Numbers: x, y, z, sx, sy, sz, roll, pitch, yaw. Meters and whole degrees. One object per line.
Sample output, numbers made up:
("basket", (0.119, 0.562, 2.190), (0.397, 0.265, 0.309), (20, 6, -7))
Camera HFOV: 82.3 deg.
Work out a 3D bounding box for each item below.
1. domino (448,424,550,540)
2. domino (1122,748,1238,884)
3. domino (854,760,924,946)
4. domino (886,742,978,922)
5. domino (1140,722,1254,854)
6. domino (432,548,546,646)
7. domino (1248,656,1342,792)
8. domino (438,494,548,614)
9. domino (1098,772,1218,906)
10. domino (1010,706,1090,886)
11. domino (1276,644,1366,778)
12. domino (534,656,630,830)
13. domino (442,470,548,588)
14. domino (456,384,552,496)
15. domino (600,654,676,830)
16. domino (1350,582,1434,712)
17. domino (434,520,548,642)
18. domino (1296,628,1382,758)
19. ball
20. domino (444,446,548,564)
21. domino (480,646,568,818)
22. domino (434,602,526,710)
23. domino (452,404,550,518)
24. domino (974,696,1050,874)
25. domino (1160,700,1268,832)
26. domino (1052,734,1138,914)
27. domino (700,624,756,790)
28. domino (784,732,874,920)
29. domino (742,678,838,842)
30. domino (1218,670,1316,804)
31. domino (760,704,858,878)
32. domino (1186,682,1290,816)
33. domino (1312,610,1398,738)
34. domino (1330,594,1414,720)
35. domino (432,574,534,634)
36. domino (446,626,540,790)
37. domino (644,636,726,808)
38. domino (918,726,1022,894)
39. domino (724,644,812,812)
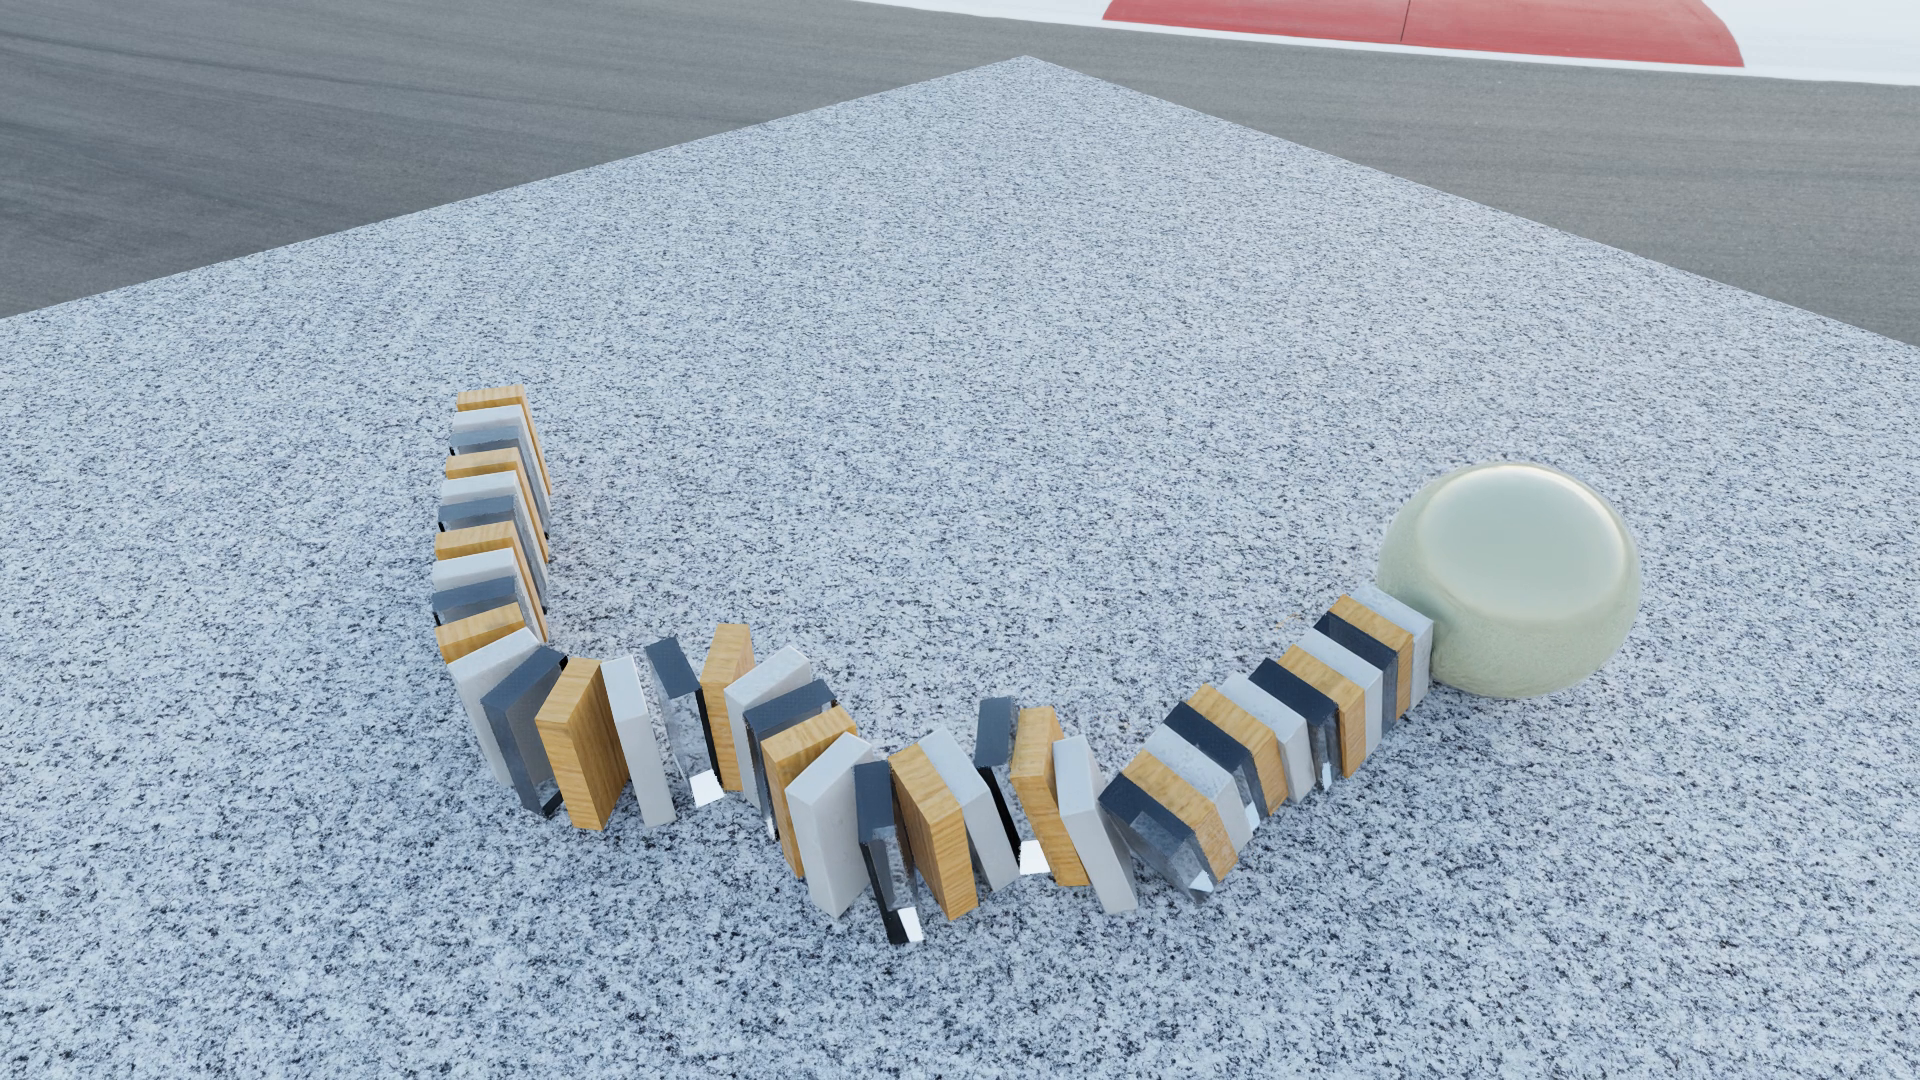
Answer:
("domino", (-0.182, -0.020, 0.436), (0.025, 0.050, 0.009), (-9, 40, -11))
("domino", (0.064, 0.080, 0.315), (0.009, 0.050, 0.025), (-46, 53, -11))
("domino", (-0.020, 0.087, 0.305), (0.009, 0.050, 0.025), (-10, 40, -1))
("domino", (-0.007, 0.083, 0.310), (0.009, 0.050, 0.025), (-24, 45, -18))
("domino", (0.070, 0.074, 0.322), (0.009, 0.050, 0.025), (-46, 53, -11))
("domino", (-0.161, 0.027, 0.378), (0.025, 0.050, 0.009), (-12, 41, -14))
("domino", (0.104, 0.058, 0.341), (0.009, 0.050, 0.025), (-44, 53, -13))
("domino", (-0.170, 0.008, 0.402), (0.025, 0.050, 0.009), (-10, 40, -12))
("domino", (0.056, 0.085, 0.309), (0.009, 0.050, 0.025), (-47, 54, -11))
("domino", (0.028, 0.075, 0.320), (0.010, 0.050, 0.025), (-9, 36, 19))
("domino", (0.113, 0.054, 0.345), (0.009, 0.050, 0.025), (-44, 53, -13))
("domino", (-0.114, 0.063, 0.335), (0.009, 0.050, 0.025), (6, 40, 7))
("domino", (-0.174, -0.001, 0.413), (0.025, 0.050, 0.009), (-10, 40, -12))
("domino", (-0.190, -0.040, 0.460), (0.025, 0.050, 0.009), (-10, 40, -12))
("domino", (-0.098, 0.062, 0.336), (0.010, 0.050, 0.025), (-15, 42, -18))
("domino", (0.143, 0.036, 0.367), (0.010, 0.050, 0.025), (-44, 53, -13))
("domino", (-0.165, 0.018, 0.390), (0.025, 0.050, 0.009), (-11, 41, -13))
("domino", (0.121, 0.050, 0.351), (0.009, 0.050, 0.025), (-44, 53, -13))
("ball", (0.183, 0.013, 0.372), (0.080, 0.080, 0.080), (0, 39, 0))
("domino", (-0.178, -0.011, 0.425), (0.025, 0.050, 0.009), (-10, 40, -11))
("domino", (-0.128, 0.060, 0.339), (0.010, 0.050, 0.025), (18, 43, 21))
("domino", (-0.149, 0.045, 0.356), (0.025, 0.050, 0.010), (-19, 43, -22))
("domino", (-0.186, -0.030, 0.448), (0.025, 0.050, 0.009), (-9, 40, -11))
("domino", (0.016, 0.072, 0.323), (0.010, 0.050, 0.025), (-10, 37, 14))
("domino", (0.077, 0.069, 0.328), (0.009, 0.050, 0.025), (-45, 53, -11))
("domino", (0.039, 0.081, 0.312), (0.010, 0.050, 0.025), (-16, 38, 11))
("domino", (-0.071, 0.053, 0.347), (0.010, 0.050, 0.025), (2, 39, 2))
("domino", (-0.034, 0.081, 0.312), (0.010, 0.050, 0.025), (21, 43, 31))
("domino", (-0.049, 0.067, 0.330), (0.025, 0.050, 0.009), (-22, 44, -24))
("domino", (0.094, 0.061, 0.337), (0.010, 0.050, 0.025), (-45, 53, -11))
("domino", (-0.041, 0.074, 0.321), (0.025, 0.050, 0.010), (-23, 41, -25))
("domino", (0.085, 0.064, 0.333), (0.010, 0.050, 0.025), (-45, 53, -11))
("domino", (0.128, 0.045, 0.357), (0.010, 0.050, 0.025), (-44, 53, -13))
("domino", (0.135, 0.040, 0.363), (0.010, 0.050, 0.025), (-44, 53, -13))
("domino", (-0.155, 0.036, 0.367), (0.025, 0.050, 0.010), (-14, 41, -16))
("domino", (-0.140, 0.053, 0.346), (0.025, 0.050, 0.009), (-29, 47, -31))
("domino", (-0.085, 0.057, 0.342), (0.009, 0.050, 0.025), (-20, 43, -22))
("domino", (0.003, 0.078, 0.316), (0.009, 0.050, 0.025), (-30, 46, -12))
("domino", (-0.057, 0.059, 0.340), (0.009, 0.050, 0.025), (30, 48, 31))
